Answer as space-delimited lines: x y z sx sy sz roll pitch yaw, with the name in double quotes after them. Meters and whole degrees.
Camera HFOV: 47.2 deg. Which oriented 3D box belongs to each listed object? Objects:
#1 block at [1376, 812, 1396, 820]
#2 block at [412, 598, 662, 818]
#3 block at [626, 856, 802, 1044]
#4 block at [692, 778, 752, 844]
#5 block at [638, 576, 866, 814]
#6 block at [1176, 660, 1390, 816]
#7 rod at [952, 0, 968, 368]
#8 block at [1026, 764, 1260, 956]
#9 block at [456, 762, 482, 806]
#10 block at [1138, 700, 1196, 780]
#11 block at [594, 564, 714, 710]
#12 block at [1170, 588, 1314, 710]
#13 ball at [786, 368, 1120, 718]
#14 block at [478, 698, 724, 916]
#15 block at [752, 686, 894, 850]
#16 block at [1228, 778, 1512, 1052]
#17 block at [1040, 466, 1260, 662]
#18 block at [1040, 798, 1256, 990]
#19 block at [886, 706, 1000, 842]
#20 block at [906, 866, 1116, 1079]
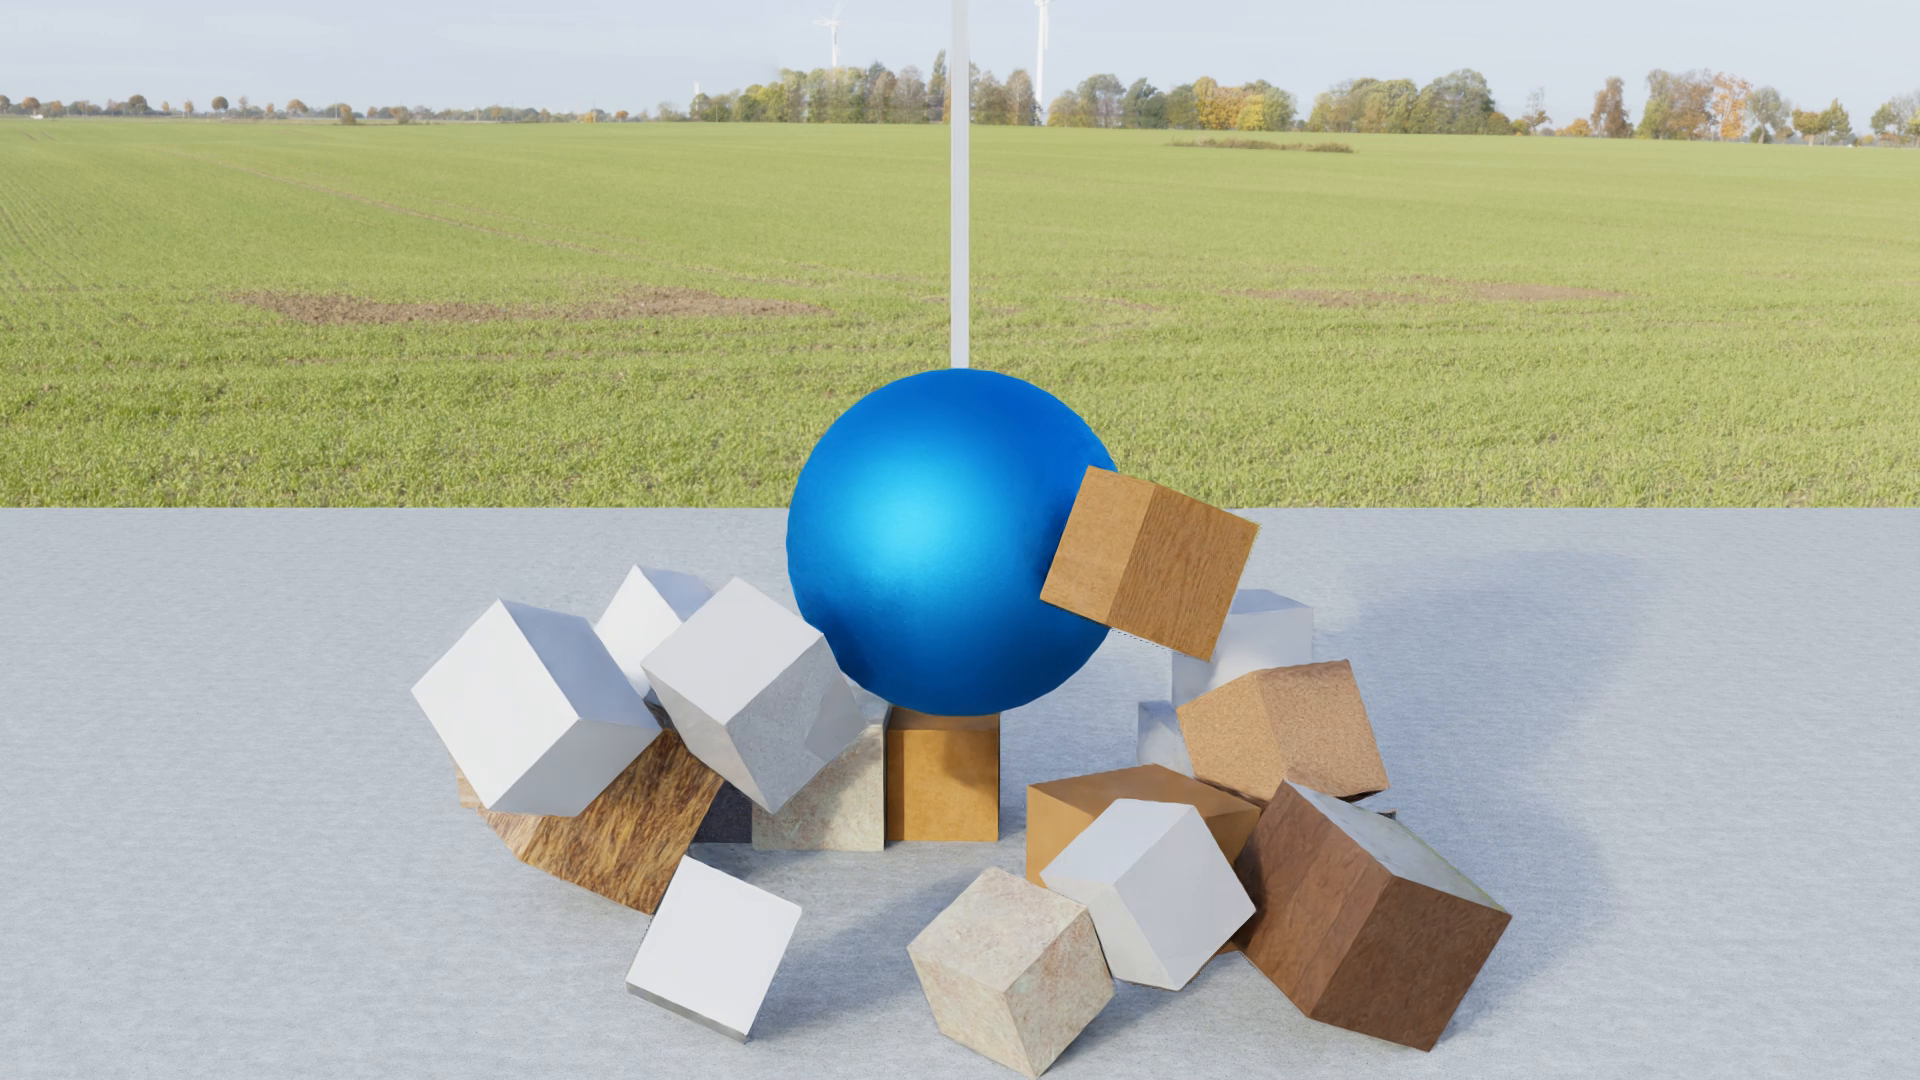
1.654 1.471 9.995 0.481 0.403 0.500 -5 -3 -37 "block"
-1.804 0.728 9.401 0.669 0.571 0.622 51 14 24 "block"
-0.951 1.590 8.506 0.497 0.513 0.491 24 -18 0 "block"
-1.337 1.151 11.399 0.608 0.656 0.663 0 10 1 "block"
-0.848 0.638 9.070 0.550 0.610 0.565 -43 49 -20 "block"
1.517 0.980 10.366 0.646 0.639 0.563 -3 -19 -39 "block"
0.000 -3.386 10.096 0.080 5.200 0.080 0 0 0 "rod"
0.807 1.449 9.811 0.703 0.638 0.795 -6 12 -30 "block"
-2.317 1.092 11.877 0.528 0.552 0.640 -1 9 26 "block"
1.344 1.190 11.354 0.698 0.596 0.674 -2 11 -11 "block"
-1.456 0.497 10.999 0.438 0.485 0.522 12 28 -51 "block"
1.435 0.606 11.237 0.527 0.597 0.507 -4 11 -22 "block"
0.000 0.014 10.102 1.600 1.600 1.600 0 10 0 "ball"
-1.660 1.143 10.255 0.704 0.808 0.743 30 -3 -29 "block"
-0.694 1.164 11.337 0.659 0.654 0.761 0 10 3 "block"
1.553 1.470 8.623 0.704 0.635 0.733 22 11 -34 "block"
0.788 0.093 9.224 0.551 0.605 0.539 20 0 -29 "block"
0.719 1.349 8.438 0.469 0.507 0.483 -40 18 -27 "block"
-0.079 1.194 11.372 0.560 0.581 0.539 0 10 2 "block"
0.202 1.663 8.493 0.510 0.475 0.495 16 46 42 "block"
